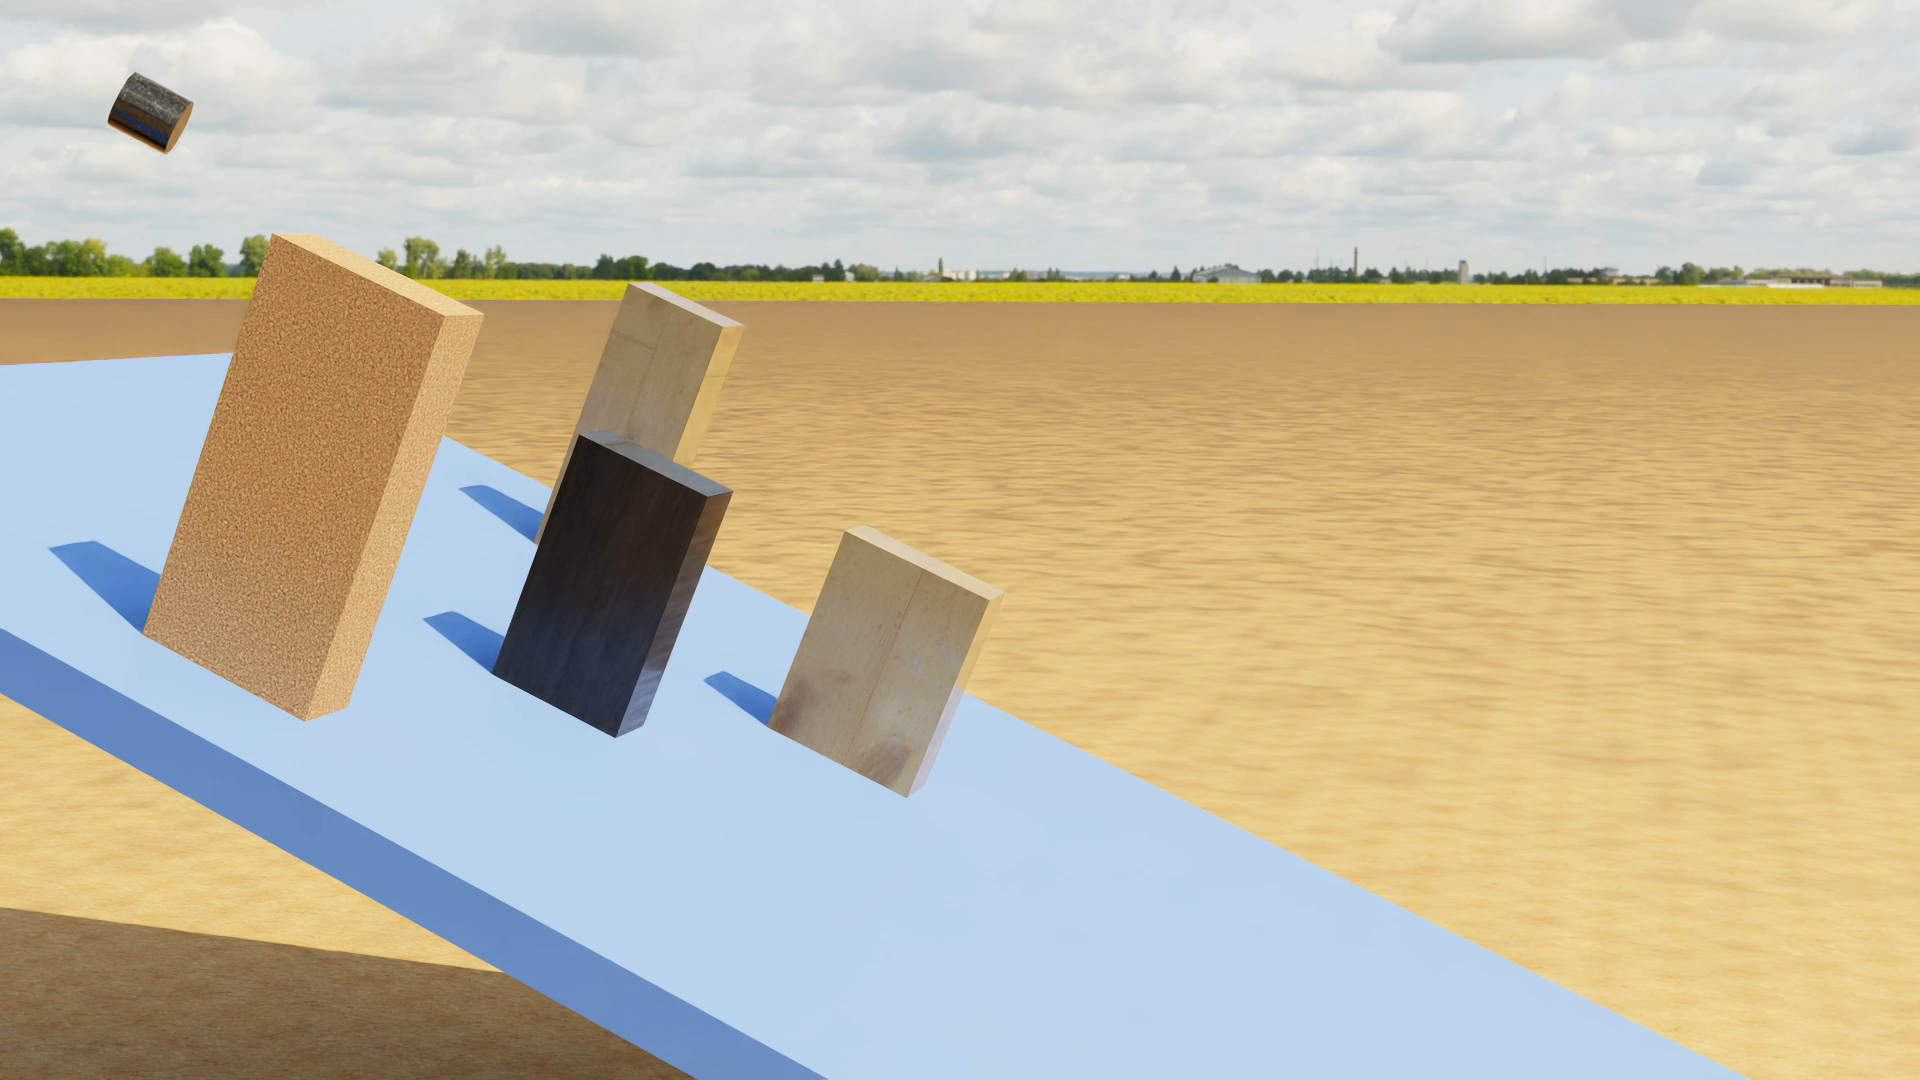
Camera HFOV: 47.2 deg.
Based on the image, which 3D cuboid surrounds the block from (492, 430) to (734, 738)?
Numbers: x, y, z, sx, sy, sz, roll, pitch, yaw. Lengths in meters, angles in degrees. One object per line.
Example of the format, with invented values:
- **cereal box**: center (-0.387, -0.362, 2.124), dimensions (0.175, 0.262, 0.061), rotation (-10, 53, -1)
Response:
- **block**: center (-0.642, 0.079, 4.056), dimensions (0.272, 0.489, 0.118), rotation (25, 13, 13)

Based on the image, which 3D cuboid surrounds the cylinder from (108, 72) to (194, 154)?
- **cylinder**: center (-1.682, -0.887, 4.573), dimensions (0.125, 0.125, 0.125), rotation (28, 0, -14)

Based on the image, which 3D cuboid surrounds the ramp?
- **ramp**: center (-0.295, 0.517, 4.188), dimensions (4.000, 0.100, 2.000), rotation (25, 13, 13)

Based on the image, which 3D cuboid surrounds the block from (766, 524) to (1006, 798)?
- **block**: center (-0.148, 0.238, 4.361), dimensions (0.320, 0.434, 0.112), rotation (25, 13, 13)

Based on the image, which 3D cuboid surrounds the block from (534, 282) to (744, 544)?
- **block**: center (-0.714, -0.233, 4.883), dimensions (0.241, 0.628, 0.122), rotation (25, 13, 13)

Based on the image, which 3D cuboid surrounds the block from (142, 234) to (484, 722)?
- **block**: center (-1.060, -0.103, 3.589), dimensions (0.331, 0.715, 0.124), rotation (25, 13, 13)
